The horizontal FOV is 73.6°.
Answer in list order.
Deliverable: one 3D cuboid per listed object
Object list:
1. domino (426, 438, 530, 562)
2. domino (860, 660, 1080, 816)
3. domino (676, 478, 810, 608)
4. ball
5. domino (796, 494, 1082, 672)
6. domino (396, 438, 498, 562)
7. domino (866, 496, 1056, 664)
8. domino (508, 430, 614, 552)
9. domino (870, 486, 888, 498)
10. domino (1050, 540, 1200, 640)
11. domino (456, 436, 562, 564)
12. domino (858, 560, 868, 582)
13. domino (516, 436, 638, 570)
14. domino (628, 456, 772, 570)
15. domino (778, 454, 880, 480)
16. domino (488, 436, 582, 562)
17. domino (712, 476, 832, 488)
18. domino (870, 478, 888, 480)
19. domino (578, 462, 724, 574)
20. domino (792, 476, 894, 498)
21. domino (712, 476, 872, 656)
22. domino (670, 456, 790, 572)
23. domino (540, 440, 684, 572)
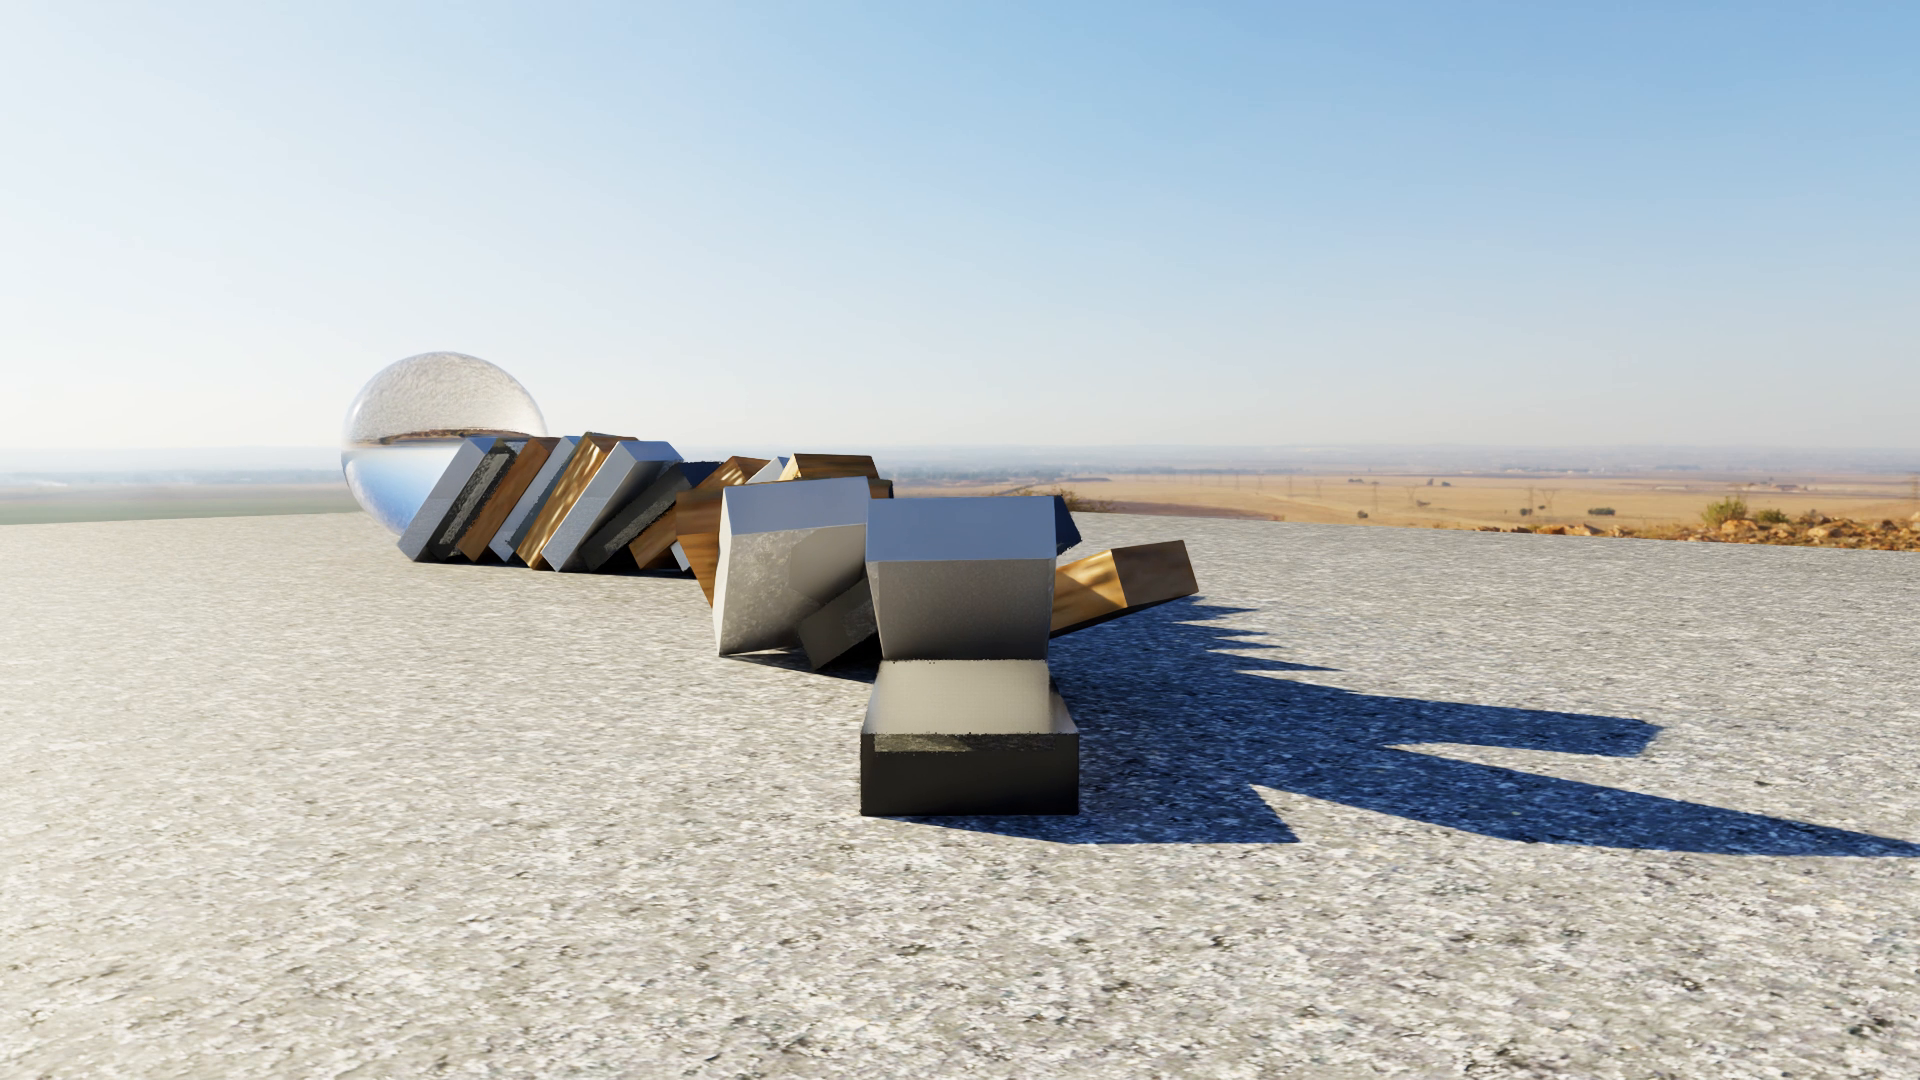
[{"bbox_3d":[-0.169,-0.015,0.465,0.010,0.050,0.025,41,14,10],"label":"domino"},{"bbox_3d":[0.001,0.025,0.172,0.025,0.010,0.050,0,4,-1],"label":"domino"},{"bbox_3d":[-0.040,0.005,0.261,0.025,0.010,0.050,-5,-27,-1],"label":"domino"},{"bbox_3d":[-0.210,-0.037,0.526,0.080,0.080,0.080,0,4,0],"label":"ball"},{"bbox_3d":[-0.004,0.008,0.237,0.050,0.010,0.025,-34,-16,34],"label":"domino"},{"bbox_3d":[-0.181,-0.015,0.468,0.010,0.050,0.025,41,14,10],"label":"domino"},{"bbox_3d":[0.001,0.010,0.191,0.025,0.010,0.050,-1,-29,1],"label":"domino"},{"bbox_3d":[-0.134,-0.015,0.449,0.010,0.050,0.025,42,13,16],"label":"domino"},{"bbox_3d":[-0.033,0.002,0.323,0.025,0.009,0.050,-1,-25,-10],"label":"domino"},{"bbox_3d":[0.014,0.013,0.226,0.050,0.010,0.025,-22,-10,36],"label":"domino"},{"bbox_3d":[-0.157,-0.015,0.462,0.010,0.050,0.025,41,13,10],"label":"domino"},{"bbox_3d":[-0.034,0.002,0.300,0.025,0.010,0.050,-4,-27,-3],"label":"domino"},{"bbox_3d":[-0.127,-0.013,0.436,0.010,0.050,0.025,42,19,16],"label":"domino"},{"bbox_3d":[-0.081,-0.008,0.417,0.050,0.010,0.025,-37,-17,22],"label":"domino"},{"bbox_3d":[-0.046,-0.006,0.381,0.025,0.009,0.050,-1,-36,-33],"label":"domino"},{"bbox_3d":[-0.145,-0.015,0.459,0.009,0.050,0.025,41,13,11],"label":"domino"},{"bbox_3d":[-0.037,0.004,0.280,0.025,0.010,0.050,-5,-27,-1],"label":"domino"},{"bbox_3d":[-0.040,-0.001,0.364,0.025,0.010,0.050,-2,-25,-26],"label":"domino"},{"bbox_3d":[-0.100,-0.008,0.424,0.050,0.010,0.025,-37,-11,22],"label":"domino"},{"bbox_3d":[-0.035,0.000,0.341,0.025,0.009,0.050,1,-26,-15],"label":"domino"},{"bbox_3d":[-0.032,0.006,0.242,0.025,0.010,0.050,-5,-27,-16],"label":"domino"},{"bbox_3d":[-0.066,-0.008,0.411,0.050,0.010,0.025,-37,-17,22],"label":"domino"},{"bbox_3d":[-0.116,-0.011,0.429,0.009,0.050,0.025,46,20,15],"label":"domino"}]
